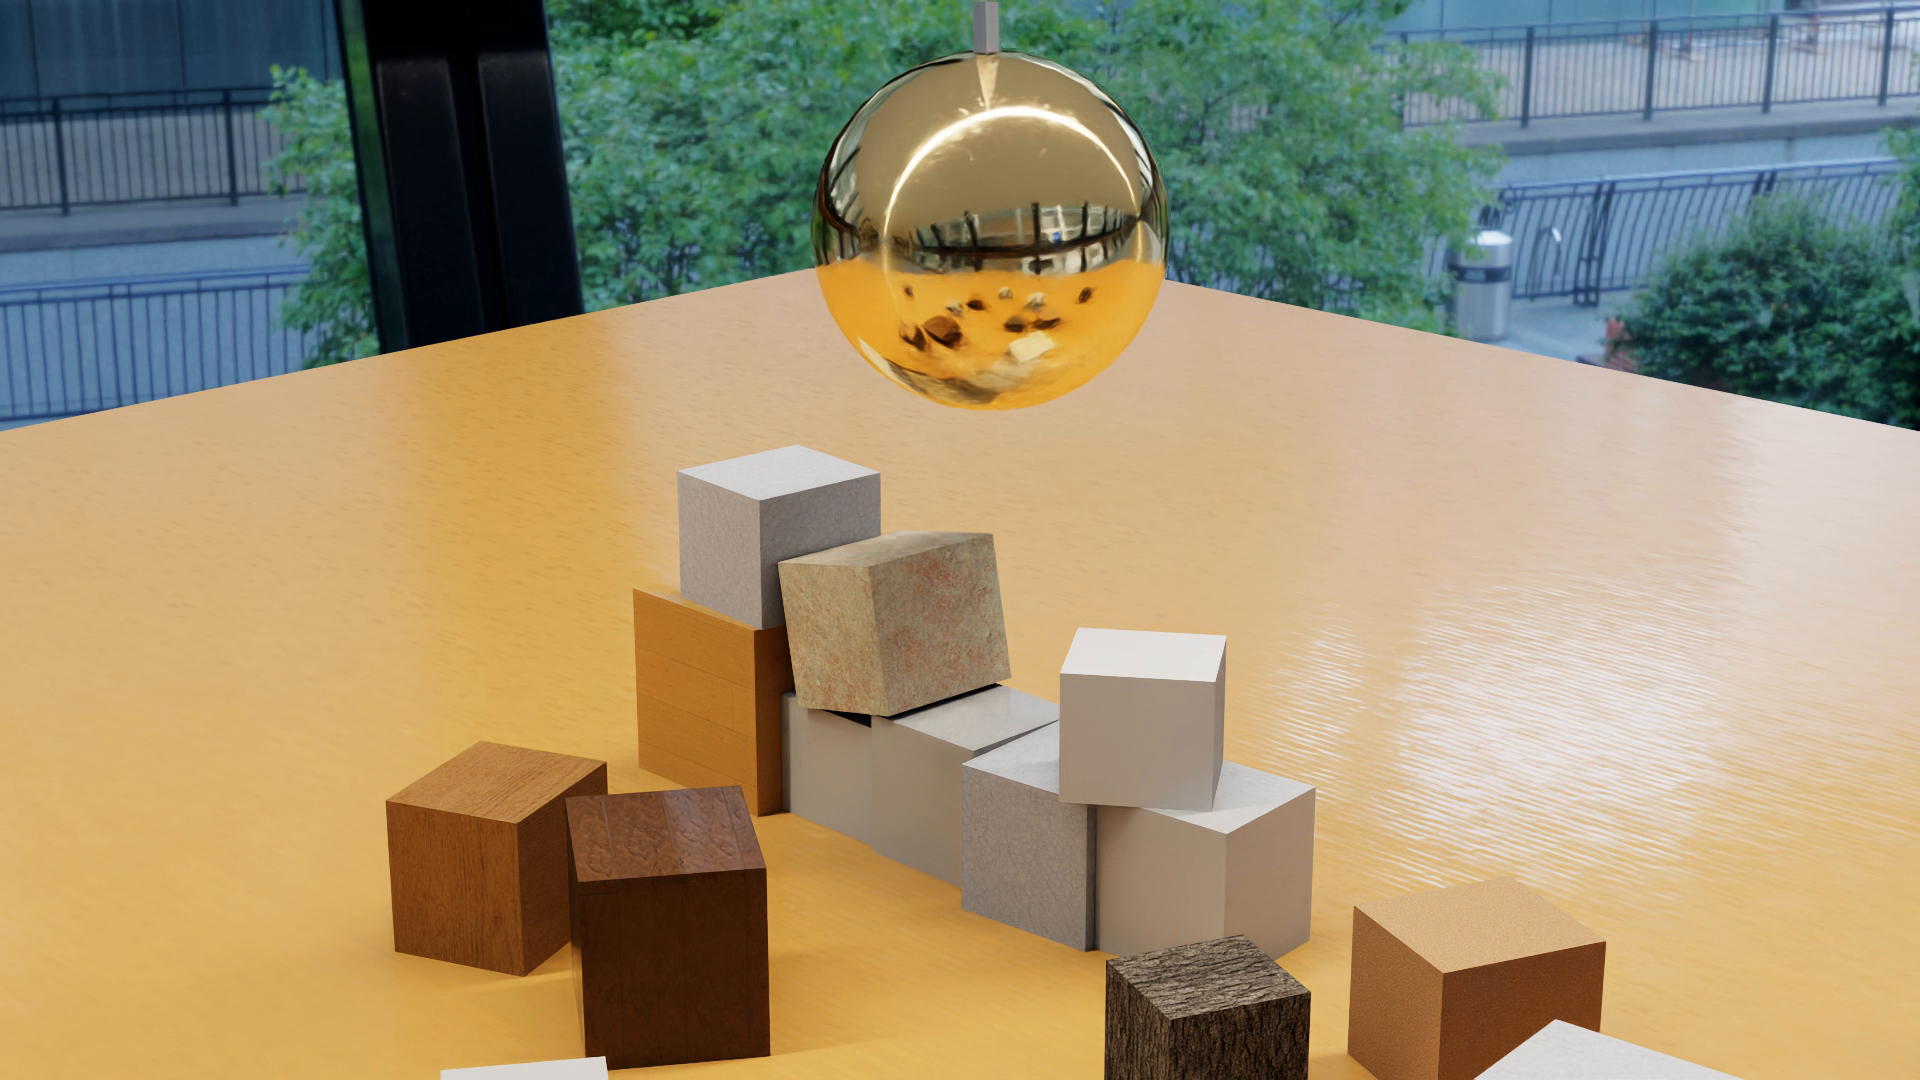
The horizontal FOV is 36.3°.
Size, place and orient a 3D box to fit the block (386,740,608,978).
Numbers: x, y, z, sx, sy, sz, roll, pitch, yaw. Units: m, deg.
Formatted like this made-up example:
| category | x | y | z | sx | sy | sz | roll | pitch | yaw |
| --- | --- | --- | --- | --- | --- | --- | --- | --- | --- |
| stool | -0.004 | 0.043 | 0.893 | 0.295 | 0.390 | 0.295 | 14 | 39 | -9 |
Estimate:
| category | x | y | z | sx | sy | sz | roll | pitch | yaw |
| --- | --- | --- | --- | --- | --- | --- | --- | --- | --- |
| block | -1.999 | 1.377 | 12.788 | 0.646 | 0.705 | 0.758 | 7 | 19 | 22 |

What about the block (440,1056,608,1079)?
| category | x | y | z | sx | sy | sz | roll | pitch | yaw |
| --- | --- | --- | --- | --- | --- | --- | --- | --- | --- |
| block | -1.506 | 2.233 | 10.279 | 0.582 | 0.576 | 0.602 | -3 | 18 | -10 |

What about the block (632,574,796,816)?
| category | x | y | z | sx | sy | sz | roll | pitch | yaw |
| --- | --- | --- | --- | --- | --- | --- | --- | --- | --- |
| block | -0.966 | 0.687 | 14.575 | 0.920 | 0.949 | 0.903 | -17 | 24 | -42 |

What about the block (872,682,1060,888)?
| category | x | y | z | sx | sy | sz | roll | pitch | yaw |
| --- | --- | --- | --- | --- | --- | --- | --- | --- | --- |
| block | 0.072 | 1.125 | 13.614 | 0.659 | 0.691 | 0.697 | 17 | 24 | 42 |

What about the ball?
| category | x | y | z | sx | sy | sz | roll | pitch | yaw |
| --- | --- | --- | --- | --- | --- | --- | --- | --- | --- |
| ball | 0.135 | -1.373 | 13.051 | 1.600 | 1.600 | 1.600 | 0 | 17 | 0 |

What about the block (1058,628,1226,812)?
| category | x | y | z | sx | sy | sz | roll | pitch | yaw |
| --- | --- | --- | --- | --- | --- | --- | --- | --- | --- |
| block | 0.786 | 0.762 | 12.549 | 0.648 | 0.582 | 0.584 | 3 | 18 | 9 |

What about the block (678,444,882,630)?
| category | x | y | z | sx | sy | sz | roll | pitch | yaw |
| --- | --- | --- | --- | --- | --- | --- | --- | --- | --- |
| block | -0.871 | -0.024 | 14.191 | 0.726 | 0.639 | 0.658 | -14 | 22 | -38 |

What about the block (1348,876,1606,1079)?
| category | x | y | z | sx | sy | sz | roll | pitch | yaw |
| --- | --- | --- | --- | --- | --- | --- | --- | --- | --- |
| block | 2.021 | 1.802 | 11.528 | 0.729 | 0.650 | 0.665 | -7 | 19 | -22 |

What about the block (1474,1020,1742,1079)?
| category | x | y | z | sx | sy | sz | roll | pitch | yaw |
| --- | --- | --- | --- | --- | --- | --- | --- | --- | --- |
| block | 2.193 | 2.209 | 10.144 | 0.730 | 0.703 | 0.725 | 14 | 22 | 37 |

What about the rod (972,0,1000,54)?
| category | x | y | z | sx | sy | sz | roll | pitch | yaw |
| --- | --- | --- | --- | --- | --- | --- | --- | --- | --- |
| rod | 0.058 | -4.592 | 11.960 | 0.080 | 5.200 | 0.080 | 17 | 26 | 42 |

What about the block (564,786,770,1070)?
| category | x | y | z | sx | sy | sz | roll | pitch | yaw |
| --- | --- | --- | --- | --- | --- | --- | --- | --- | --- |
| block | -1.202 | 1.571 | 11.977 | 0.735 | 0.822 | 0.870 | -3 | 18 | -10 |

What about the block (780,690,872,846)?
| category | x | y | z | sx | sy | sz | roll | pitch | yaw |
| --- | --- | --- | --- | --- | --- | --- | --- | --- | --- |
| block | -0.390 | 1.023 | 14.100 | 0.654 | 0.593 | 0.671 | -17 | 24 | -42 |

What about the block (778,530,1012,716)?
| category | x | y | z | sx | sy | sz | roll | pitch | yaw |
| --- | --- | --- | --- | --- | --- | --- | --- | --- | --- |
| block | -0.306 | 0.378 | 13.813 | 0.777 | 0.696 | 0.659 | -15 | 11 | -41 |

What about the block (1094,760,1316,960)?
| category | x | y | z | sx | sy | sz | roll | pitch | yaw |
| --- | --- | --- | --- | --- | --- | --- | --- | --- | --- |
| block | 1.055 | 1.414 | 12.645 | 0.671 | 0.720 | 0.668 | 14 | 22 | 38 |

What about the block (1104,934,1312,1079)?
| category | x | y | z | sx | sy | sz | roll | pitch | yaw |
| --- | --- | --- | --- | --- | --- | --- | --- | --- | --- |
| block | 0.943 | 1.931 | 11.258 | 0.594 | 0.566 | 0.549 | -7 | 19 | -22 |

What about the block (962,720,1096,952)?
| category | x | y | z | sx | sy | sz | roll | pitch | yaw |
| --- | --- | --- | --- | --- | --- | --- | --- | --- | --- |
| block | 0.514 | 1.297 | 13.058 | 0.695 | 0.695 | 0.750 | 14 | 22 | 38 |
